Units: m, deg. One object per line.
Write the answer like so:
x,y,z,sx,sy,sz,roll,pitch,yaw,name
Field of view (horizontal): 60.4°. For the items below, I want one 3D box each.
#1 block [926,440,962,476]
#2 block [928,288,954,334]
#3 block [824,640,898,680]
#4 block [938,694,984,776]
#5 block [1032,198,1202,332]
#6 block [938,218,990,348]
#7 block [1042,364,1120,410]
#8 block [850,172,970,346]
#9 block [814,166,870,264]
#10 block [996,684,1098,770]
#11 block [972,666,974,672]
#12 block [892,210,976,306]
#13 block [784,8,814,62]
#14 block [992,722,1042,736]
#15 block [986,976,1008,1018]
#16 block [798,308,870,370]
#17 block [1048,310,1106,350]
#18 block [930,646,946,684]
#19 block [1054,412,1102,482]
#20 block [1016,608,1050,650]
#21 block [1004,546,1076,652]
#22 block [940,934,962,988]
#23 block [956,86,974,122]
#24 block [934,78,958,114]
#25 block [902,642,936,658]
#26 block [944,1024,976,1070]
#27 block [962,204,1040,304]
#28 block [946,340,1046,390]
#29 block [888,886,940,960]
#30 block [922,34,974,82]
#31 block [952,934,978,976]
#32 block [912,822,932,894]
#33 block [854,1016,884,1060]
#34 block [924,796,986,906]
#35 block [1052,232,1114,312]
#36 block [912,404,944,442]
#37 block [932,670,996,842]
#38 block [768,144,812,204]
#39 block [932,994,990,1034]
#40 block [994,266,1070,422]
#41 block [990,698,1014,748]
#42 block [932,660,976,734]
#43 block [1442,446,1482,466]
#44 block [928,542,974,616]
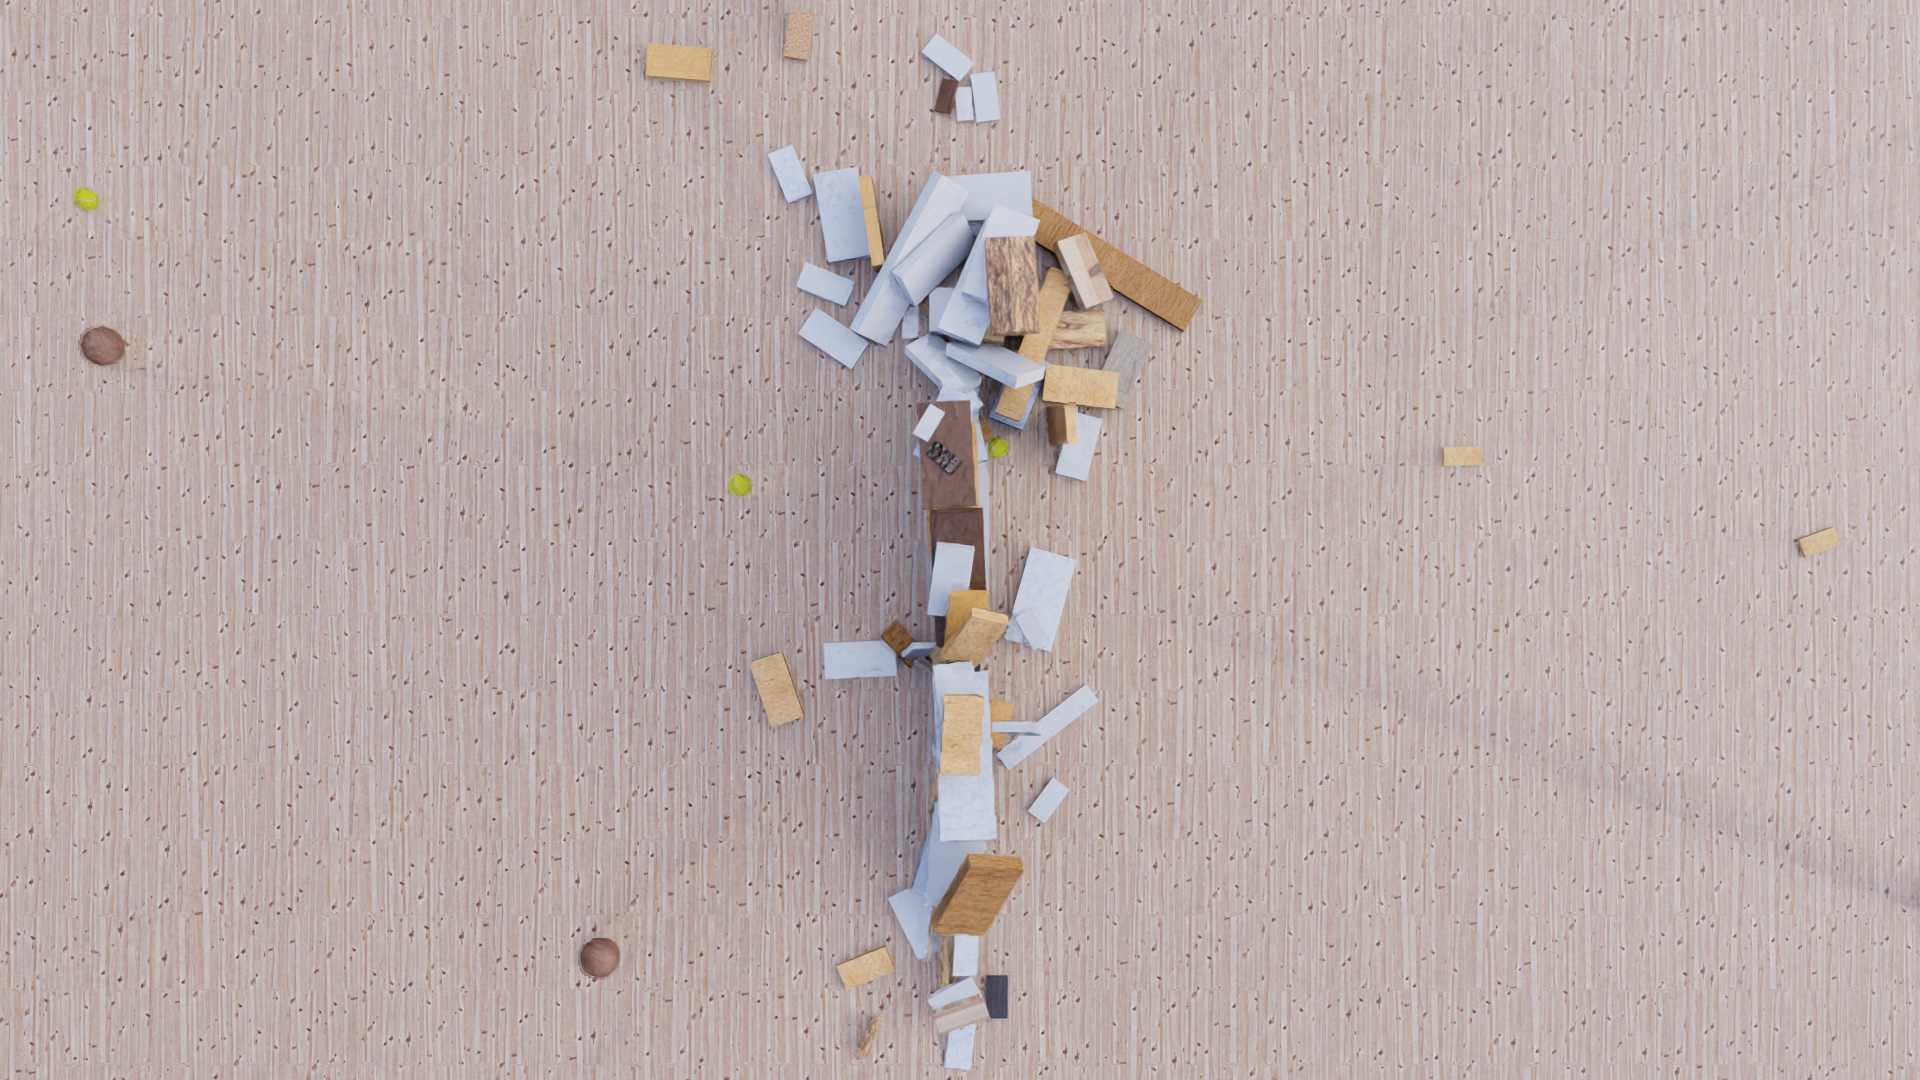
-0.051,-0.260,5.181,0.107,0.015,0.054,42,91,-1,block
0.046,-0.757,5.459,0.296,0.042,0.148,0,81,-3,block
-0.331,0.396,5.483,0.238,0.034,0.119,-3,90,0,block
0.005,0.605,5.135,0.123,0.035,0.247,3,95,-6,block
0.473,-0.926,5.483,0.705,0.034,0.118,31,90,0,block
0.073,-0.841,5.389,0.148,0.042,0.408,23,80,0,block
0.398,-0.506,5.449,0.241,0.034,0.121,7,90,0,block
-0.164,-0.915,5.384,0.043,0.150,0.573,36,101,38,block
-0.388,-1.077,5.479,0.148,0.042,0.295,-10,90,0,block
0.291,0.622,5.490,0.378,0.020,0.069,-38,90,0,block
0.022,0.404,5.326,0.045,0.013,0.091,-2,60,-11,block
-0.080,-0.920,5.396,0.301,0.150,0.043,-46,55,-12,block
-0.535,-1.680,5.489,0.080,0.023,0.159,9,90,0,block
0.187,0.607,5.318,0.113,0.227,0.032,-2,80,14,block
0.124,1.521,5.490,0.069,0.020,0.139,0,90,0,block
-0.419,-0.670,5.485,0.212,0.030,0.106,34,90,0,block
0.351,-0.695,5.466,0.258,0.034,0.121,-3,90,0,block
-0.068,0.403,5.303,0.045,0.013,0.119,5,90,-4,block
0.394,-0.312,5.485,0.106,0.030,0.212,15,90,0,block
0.239,0.294,5.446,0.063,0.018,0.125,-30,90,0,block
0.267,0.196,5.478,0.158,0.045,0.316,16,90,0,block
-0.024,1.255,5.403,0.081,0.023,0.657,0,105,-2,block
0.014,-1.450,5.492,0.055,0.016,0.110,-4,90,0,block
-0.045,-1.476,5.483,0.055,0.016,0.110,14,90,20,block
-0.135,0.361,5.391,0.075,0.150,0.021,1,73,-18,block
0.002,1.669,5.488,0.086,0.024,0.173,6,90,0,block
0.133,-0.918,5.361,0.158,0.045,0.316,20,80,0,block
0.114,-0.582,5.362,0.296,0.148,0.042,29,124,30,block
-0.138,1.266,5.484,0.113,0.032,0.227,-26,90,0,block
-0.040,-1.603,5.489,0.159,0.023,0.080,38,90,0,block
0.018,1.351,5.406,0.081,0.023,0.161,0,105,-10,block
-0.050,1.018,5.375,0.140,0.040,0.296,15,102,-7,block
-0.300,1.648,5.462,0.020,0.070,0.140,25,92,21,block
-0.010,0.999,5.261,0.175,0.050,0.350,4,102,-3,block
0.405,-0.883,5.425,0.118,0.034,0.237,-23,90,-26,block
-0.098,-0.368,5.173,0.054,0.015,0.107,30,94,-5,block
0.012,0.681,5.206,0.175,0.050,0.526,-2,79,-4,block
-0.564,-1.216,5.488,0.088,0.025,0.175,-23,90,0,block
0.004,1.563,5.439,0.173,0.024,0.086,-18,112,-3,block
0.248,-0.644,5.430,0.088,0.025,0.518,21,87,1,block
0.125,0.608,5.489,0.075,0.021,0.150,14,90,0,block
-0.009,0.512,5.195,0.123,0.035,0.247,-7,79,-5,block
1.671,-0.278,5.491,0.125,0.018,0.063,-2,90,0,block
-0.029,0.128,5.208,0.119,0.034,0.238,7,111,-3,block
